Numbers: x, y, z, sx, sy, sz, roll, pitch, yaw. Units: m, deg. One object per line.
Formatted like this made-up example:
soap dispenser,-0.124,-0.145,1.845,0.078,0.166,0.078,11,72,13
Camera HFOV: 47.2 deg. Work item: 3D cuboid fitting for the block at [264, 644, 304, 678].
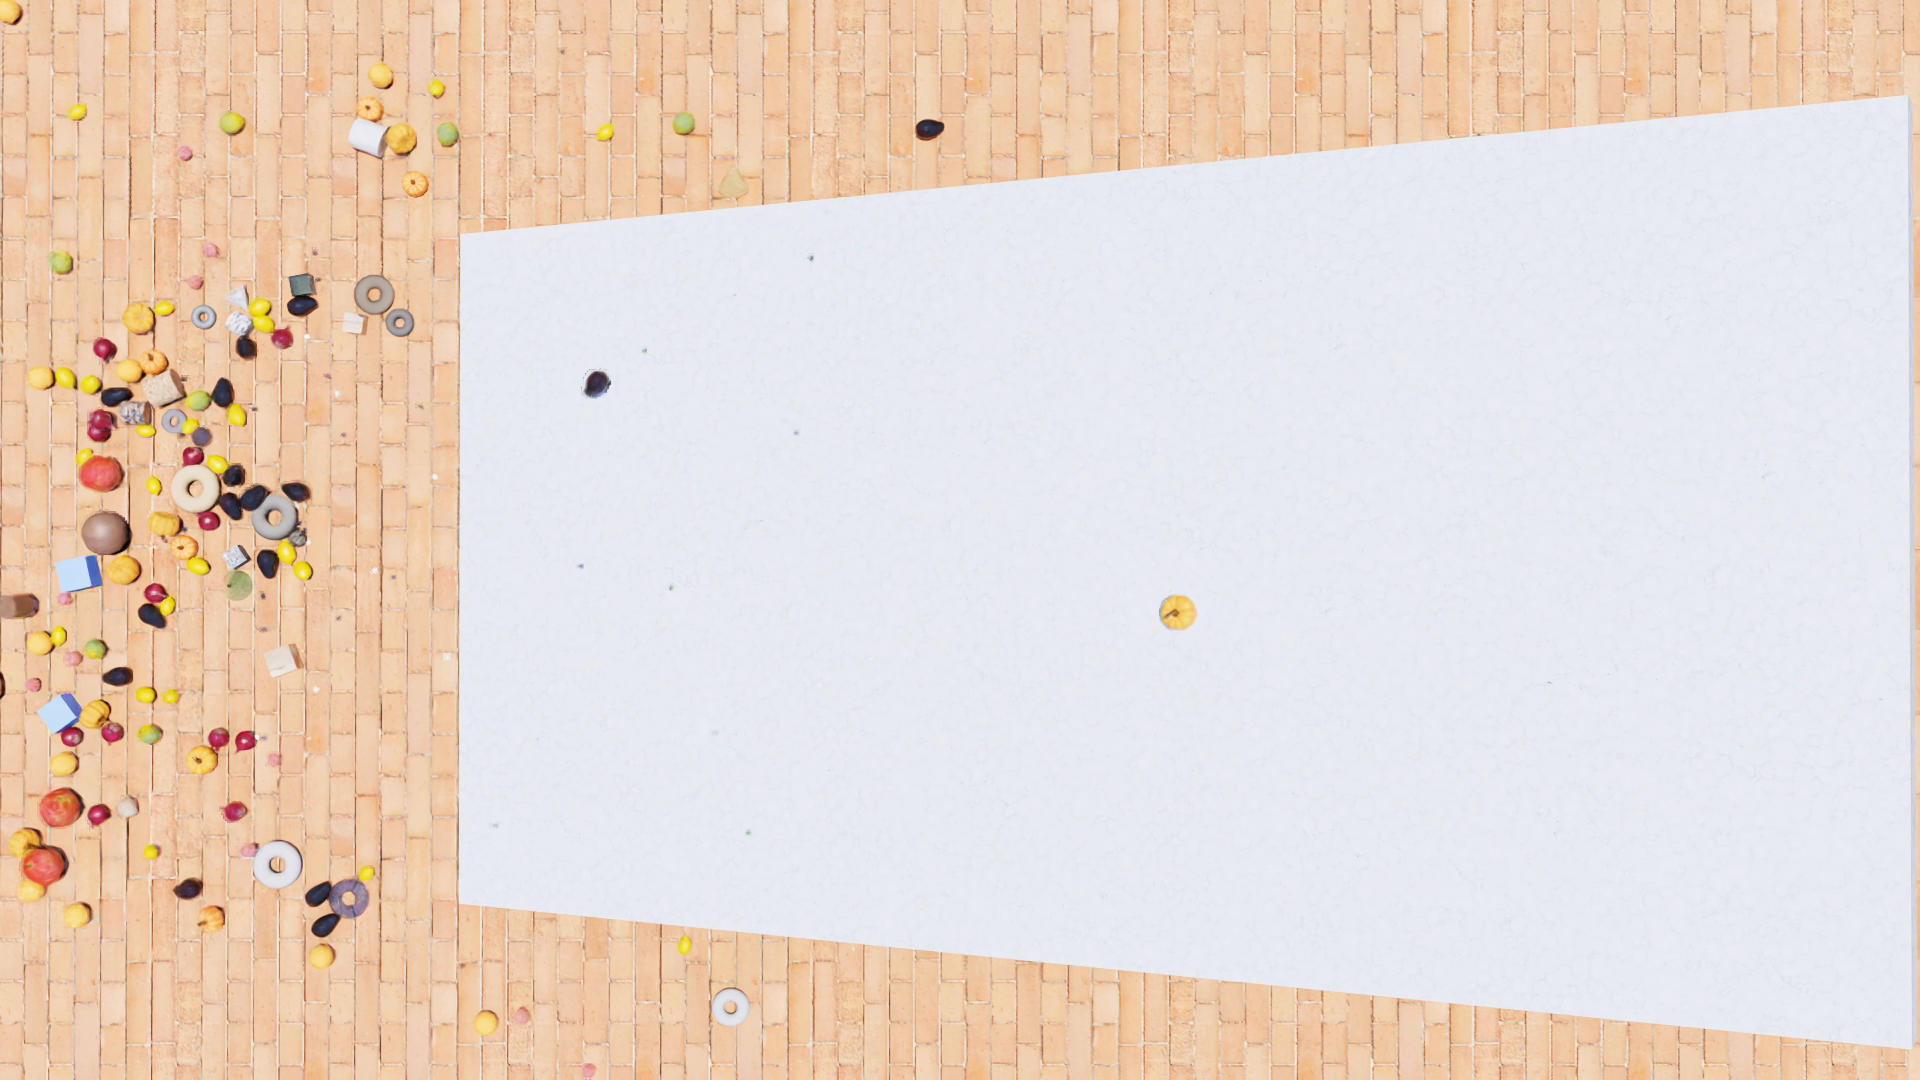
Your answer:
block,-2.034,0.363,6.616,0.079,0.079,0.079,-20,89,0

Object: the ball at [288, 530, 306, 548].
ball,-2.000,-0.004,6.633,0.052,0.052,0.052,0,89,0

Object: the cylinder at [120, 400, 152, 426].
cylinder,-2.484,-0.383,6.627,0.073,0.073,0.073,2,89,0

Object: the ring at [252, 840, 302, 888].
ring,-2.057,0.979,6.626,0.146,0.049,0.146,0,90,-1

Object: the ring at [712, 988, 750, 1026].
ring,-0.691,1.408,6.626,0.115,0.038,0.115,0,88,0

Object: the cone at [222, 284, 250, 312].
cone,-2.172,-0.717,6.649,0.078,0.078,0.078,-32,116,0

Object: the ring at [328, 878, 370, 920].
ring,-1.843,1.081,6.629,0.123,0.041,0.123,0,91,0

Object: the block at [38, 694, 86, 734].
block,-2.700,0.521,6.612,0.084,0.084,0.084,-36,90,0

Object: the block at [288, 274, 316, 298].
block,-1.984,-0.767,6.637,0.060,0.060,0.060,-11,89,0

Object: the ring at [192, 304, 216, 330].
ring,-2.289,-0.675,6.654,0.075,0.025,0.075,0,90,-1

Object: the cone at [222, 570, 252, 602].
cone,-2.189,0.137,6.610,0.096,0.096,0.096,0,89,0

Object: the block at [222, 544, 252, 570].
block,-2.181,0.052,6.632,0.054,0.054,0.054,-34,90,0

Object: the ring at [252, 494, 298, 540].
ring,-2.069,-0.068,6.637,0.139,0.046,0.139,0,88,0

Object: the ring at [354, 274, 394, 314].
ring,-1.771,-0.742,6.647,0.121,0.040,0.121,0,88,0

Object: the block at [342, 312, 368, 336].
block,-1.824,-0.652,6.637,0.057,0.057,0.057,7,89,0

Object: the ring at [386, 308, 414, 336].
ring,-1.695,-0.658,6.652,0.087,0.029,0.087,0,91,0

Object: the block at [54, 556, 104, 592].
block,-2.649,0.103,6.613,0.091,0.091,0.091,-13,89,0

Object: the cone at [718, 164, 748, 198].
cone,-0.686,-1.101,6.650,0.091,0.091,0.091,-5,63,0

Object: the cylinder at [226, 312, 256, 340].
cylinder,-2.172,-0.648,6.635,0.062,0.062,0.062,32,90,0

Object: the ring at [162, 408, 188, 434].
ring,-2.376,-0.359,6.650,0.078,0.026,0.078,0,88,0

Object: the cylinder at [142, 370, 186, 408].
cylinder,-2.395,-0.455,6.620,0.089,0.089,0.089,-24,89,0

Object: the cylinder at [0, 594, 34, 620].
cylinder,-2.827,0.199,6.578,0.073,0.073,0.073,1,92,18

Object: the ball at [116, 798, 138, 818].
ball,-2.508,0.806,6.620,0.062,0.062,0.062,0,89,0

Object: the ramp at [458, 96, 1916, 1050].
ramp,0.272,0.076,5.634,4.000,0.100,2.000,0,89,29

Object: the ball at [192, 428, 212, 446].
ball,-2.288,-0.312,6.633,0.058,0.058,0.058,0,89,0

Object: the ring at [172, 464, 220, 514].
ring,-2.307,-0.154,6.636,0.149,0.050,0.149,0,88,-1

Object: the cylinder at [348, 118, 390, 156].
cylinder,-1.778,-1.214,6.625,0.092,0.092,0.092,21,89,0
